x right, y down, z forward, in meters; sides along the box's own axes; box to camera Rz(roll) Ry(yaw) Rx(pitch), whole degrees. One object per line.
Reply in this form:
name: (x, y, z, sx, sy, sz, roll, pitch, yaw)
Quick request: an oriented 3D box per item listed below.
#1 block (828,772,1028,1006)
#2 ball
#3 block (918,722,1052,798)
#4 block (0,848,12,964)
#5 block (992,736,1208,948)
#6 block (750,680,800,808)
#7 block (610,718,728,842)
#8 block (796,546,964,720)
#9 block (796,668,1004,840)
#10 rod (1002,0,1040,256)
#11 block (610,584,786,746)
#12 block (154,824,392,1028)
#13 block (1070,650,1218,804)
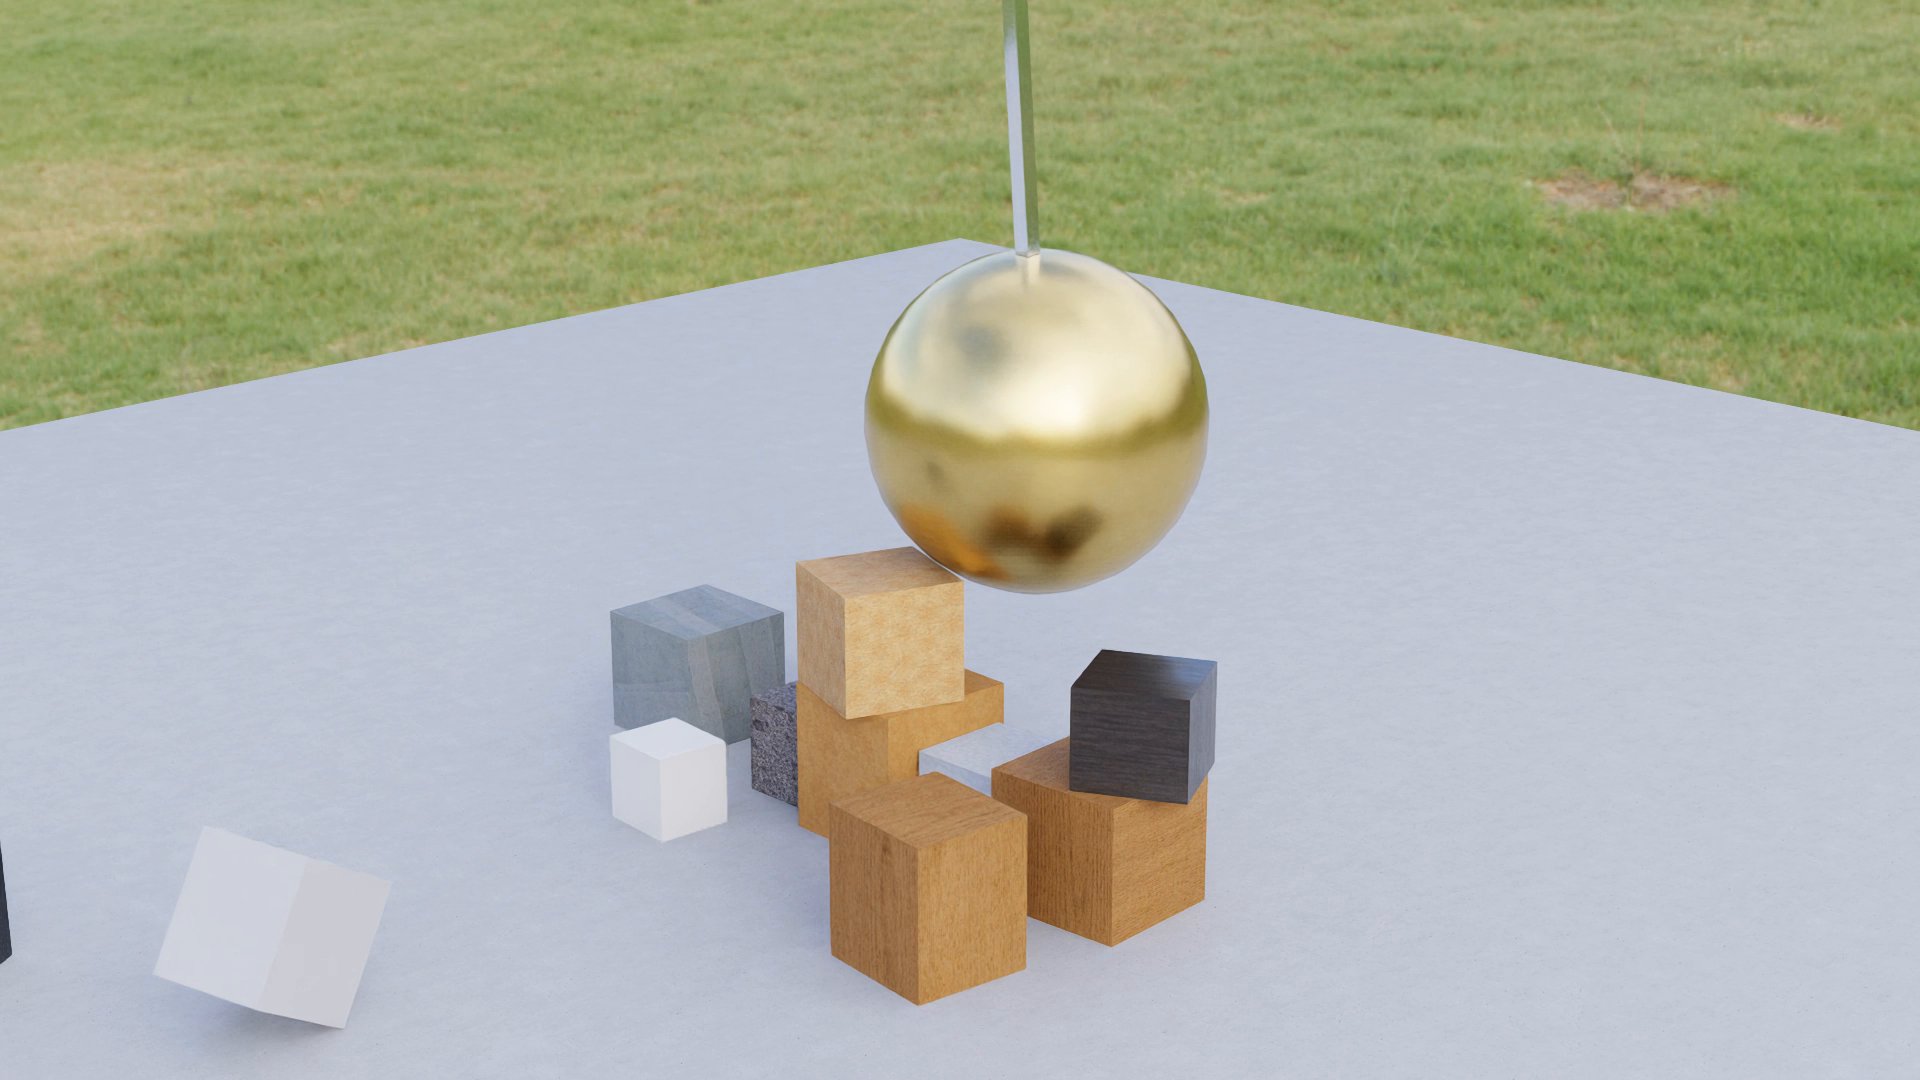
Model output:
block: (-0.137, 1.472, 12.478, 0.577, 0.710, 0.627, -13, 22, -36)
ball: (0.354, -0.548, 13.540, 1.600, 1.600, 1.600, 0, 17, 0)
block: (0.182, 1.228, 13.528, 0.528, 0.544, 0.522, 17, 24, 42)
block: (-4.475, 1.602, 12.351, 0.652, 0.538, 0.619, 4, 18, 12)
block: (0.620, 1.315, 13.082, 0.694, 0.646, 0.665, 15, 23, 39)
block: (-0.675, 0.996, 14.362, 0.480, 0.487, 0.513, -17, 24, -42)
block: (-1.392, 1.143, 14.015, 0.379, 0.416, 0.415, -14, 22, -38)
block: (-0.373, 0.421, 13.599, 0.590, 0.580, 0.591, -8, 19, -24)
block: (-0.282, 1.018, 13.885, 0.715, 0.731, 0.664, -15, 23, -40)
rod: (0.153, -3.721, 12.333, 0.080, 5.200, 0.080, 17, 29, 42)
block: (-1.353, 0.667, 15.178, 0.633, 0.627, 0.636, -16, 24, -41)
block: (-2.784, 1.574, 11.908, 0.550, 0.624, 0.581, 12, -10, 28)
block: (0.803, 0.811, 12.811, 0.527, 0.479, 0.513, 5, 18, 17)
